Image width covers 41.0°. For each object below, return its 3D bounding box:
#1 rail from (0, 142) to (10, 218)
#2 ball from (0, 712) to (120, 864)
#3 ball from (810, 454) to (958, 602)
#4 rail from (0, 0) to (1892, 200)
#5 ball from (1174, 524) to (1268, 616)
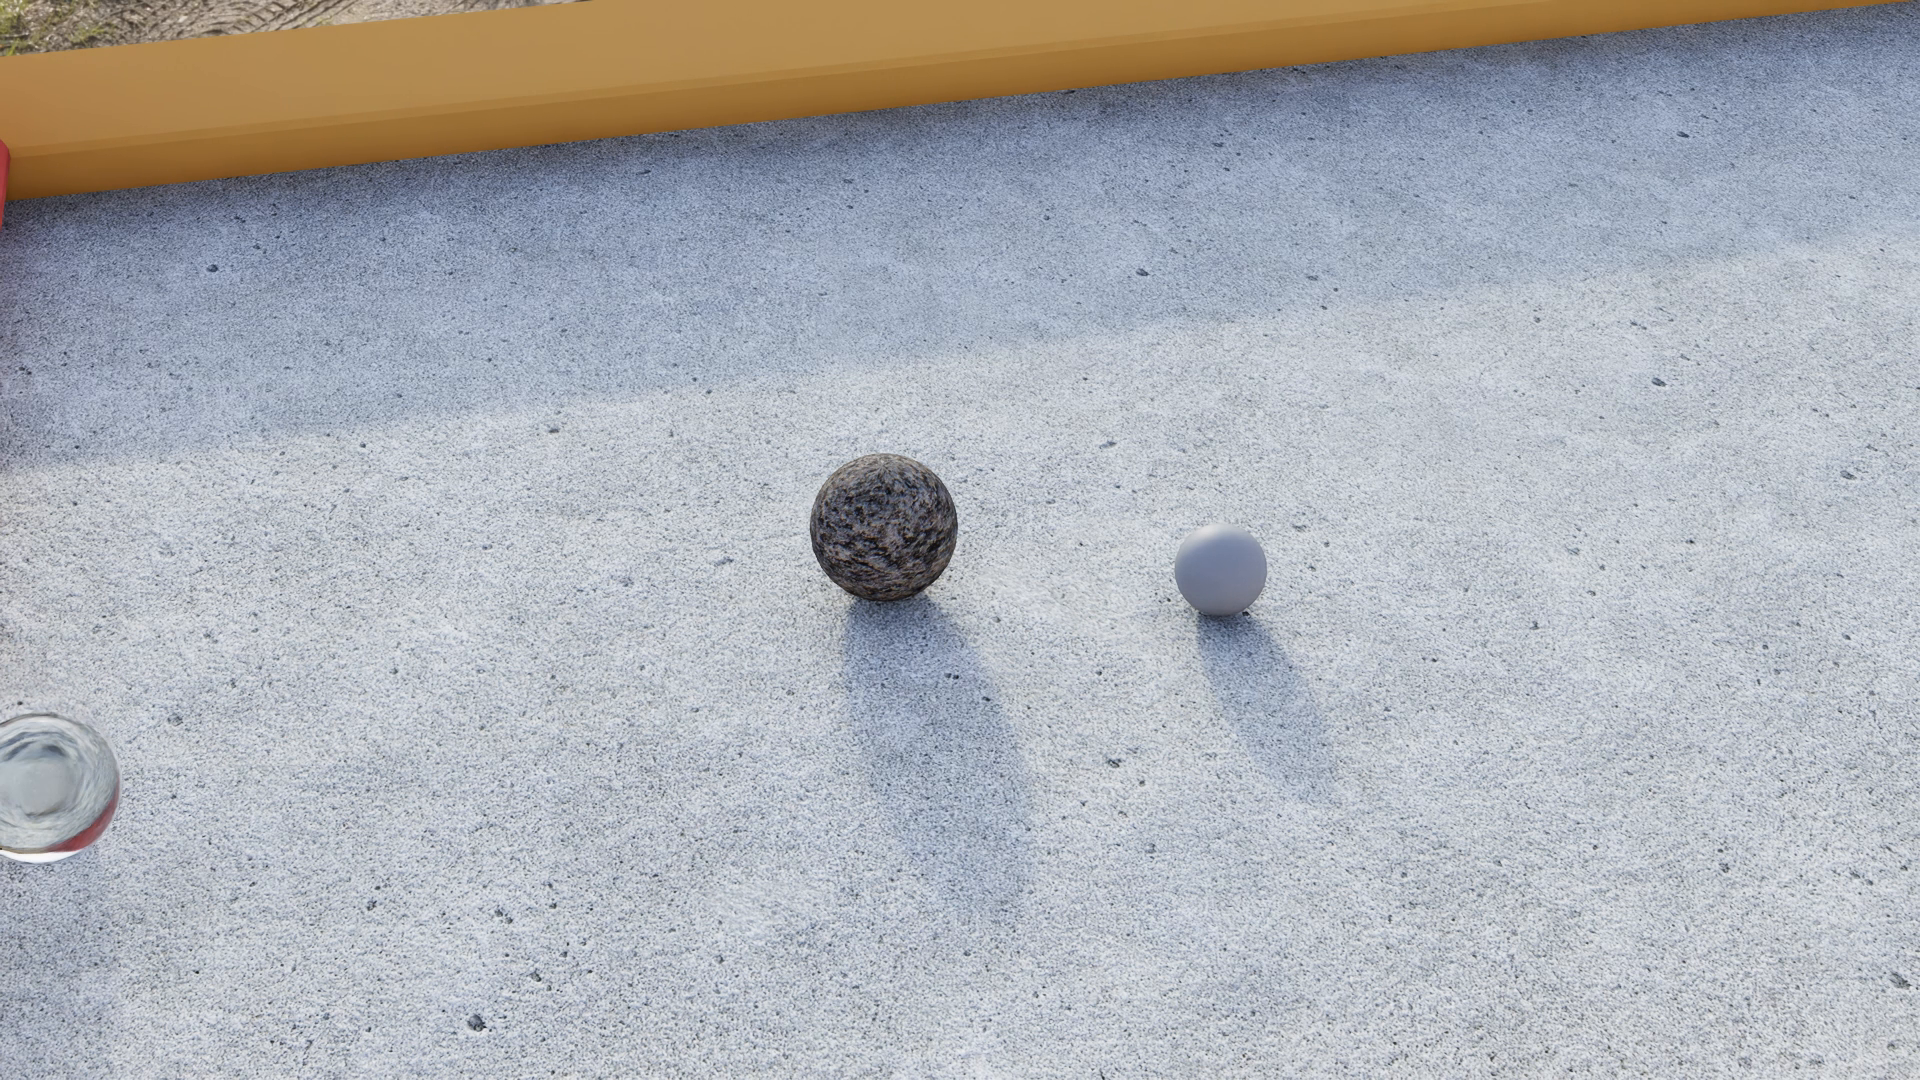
[{"bbox_3d":[-0.617,0.067,1.494,0.045,0.122,1.393,-8,36,-11],"label":"rail"},{"bbox_3d":[-0.512,0.138,1.429,0.085,0.085,0.085,0,35,0],"label":"ball"},{"bbox_3d":[-0.048,-0.008,1.625,0.094,0.094,0.094,0,35,0],"label":"ball"},{"bbox_3d":[0.484,-0.487,2.271,2.630,0.122,0.045,-8,36,-11],"label":"rail"},{"bbox_3d":[0.164,0.019,1.618,0.059,0.059,0.059,0,35,0],"label":"ball"}]
